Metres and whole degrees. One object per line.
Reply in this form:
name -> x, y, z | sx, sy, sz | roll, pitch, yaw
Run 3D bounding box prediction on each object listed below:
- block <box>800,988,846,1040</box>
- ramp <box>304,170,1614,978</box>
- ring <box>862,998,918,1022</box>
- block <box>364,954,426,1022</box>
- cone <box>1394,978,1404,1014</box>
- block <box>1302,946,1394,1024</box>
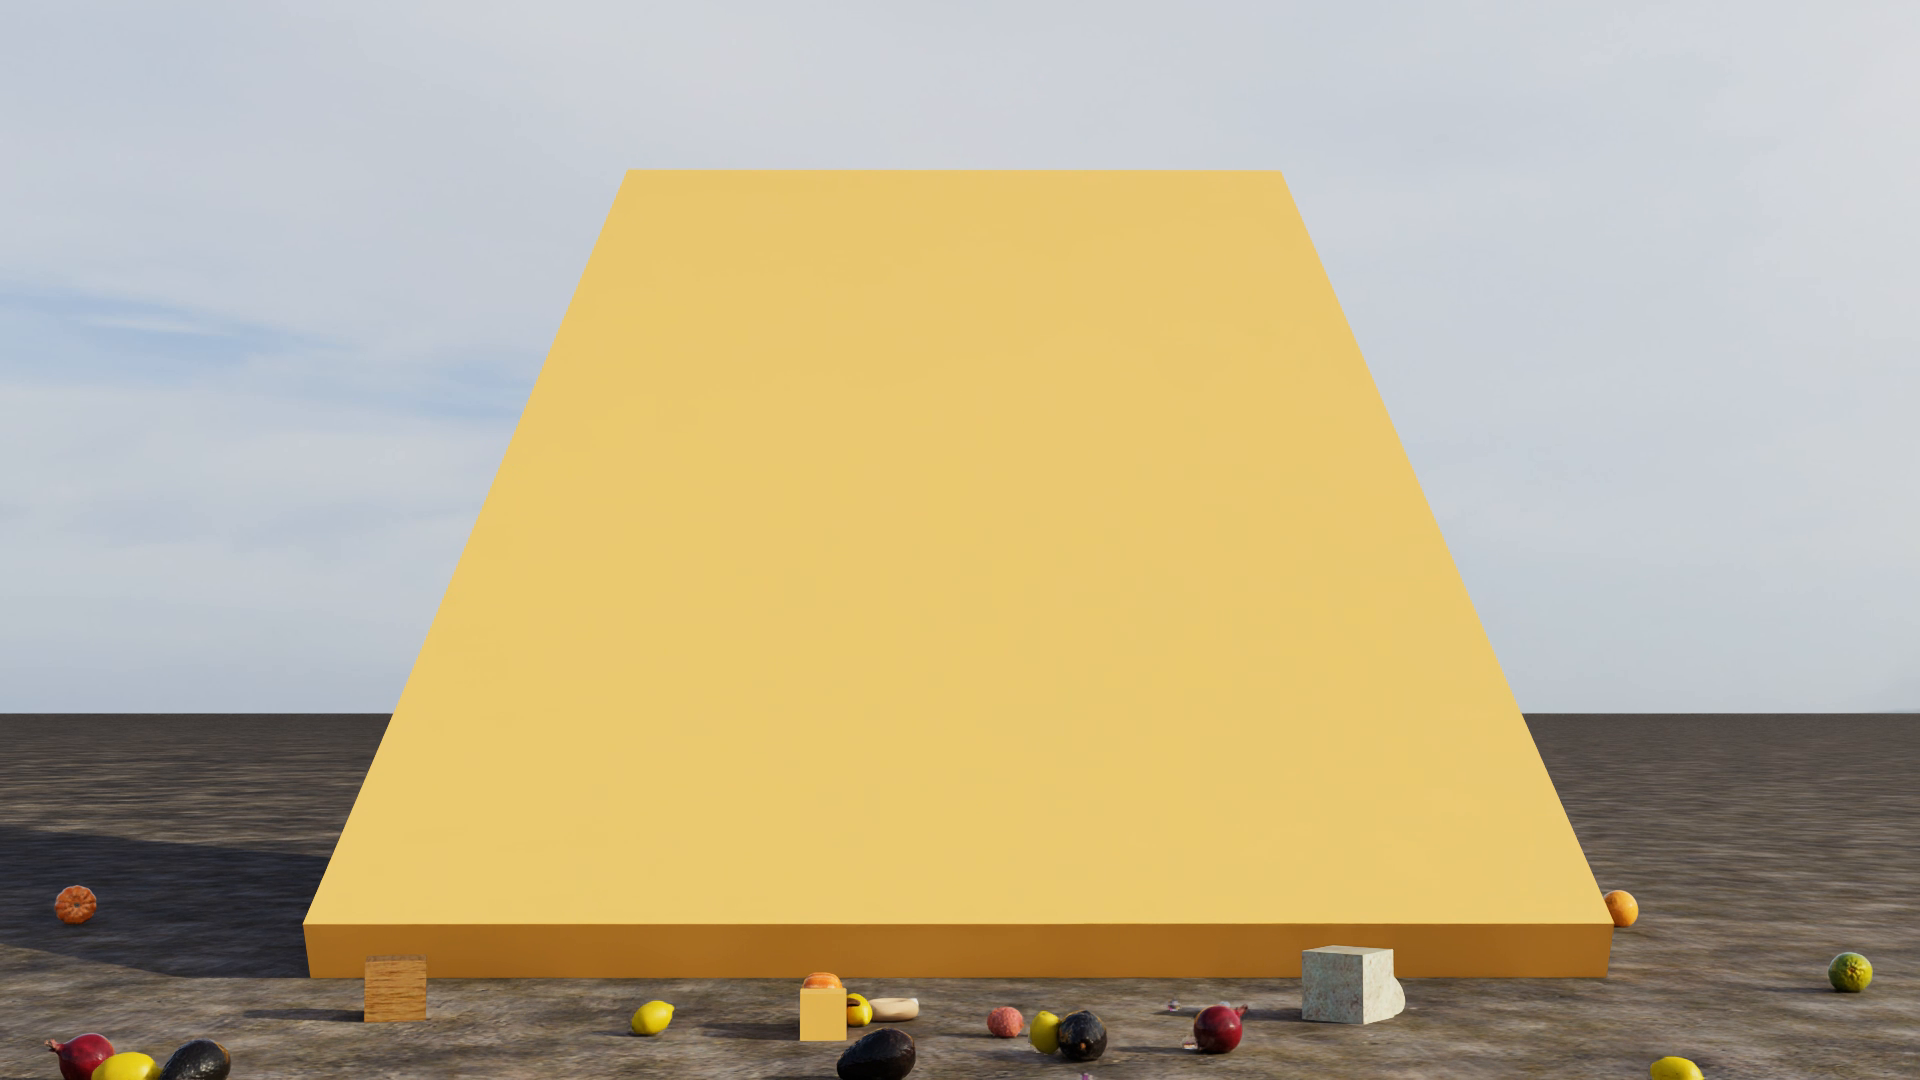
block -> -0.173, 0.600, 2.973 | 0.058, 0.058, 0.058 | 0, -4, -3
ramp -> -0.009, -0.229, 5.408 | 2.000, 0.100, 4.000 | 0, 25, 0
ring -> -0.093, 0.629, 3.142 | 0.077, 0.026, 0.077 | -1, -5, 0
block -> -0.759, 0.603, 3.161 | 0.080, 0.080, 0.080 | 1, -4, -13
cone -> 0.566, 0.633, 3.227 | 0.064, 0.064, 0.064 | 3, -32, -39
block -> 0.522, 0.597, 3.157 | 0.091, 0.091, 0.091 | -3, -5, 36
